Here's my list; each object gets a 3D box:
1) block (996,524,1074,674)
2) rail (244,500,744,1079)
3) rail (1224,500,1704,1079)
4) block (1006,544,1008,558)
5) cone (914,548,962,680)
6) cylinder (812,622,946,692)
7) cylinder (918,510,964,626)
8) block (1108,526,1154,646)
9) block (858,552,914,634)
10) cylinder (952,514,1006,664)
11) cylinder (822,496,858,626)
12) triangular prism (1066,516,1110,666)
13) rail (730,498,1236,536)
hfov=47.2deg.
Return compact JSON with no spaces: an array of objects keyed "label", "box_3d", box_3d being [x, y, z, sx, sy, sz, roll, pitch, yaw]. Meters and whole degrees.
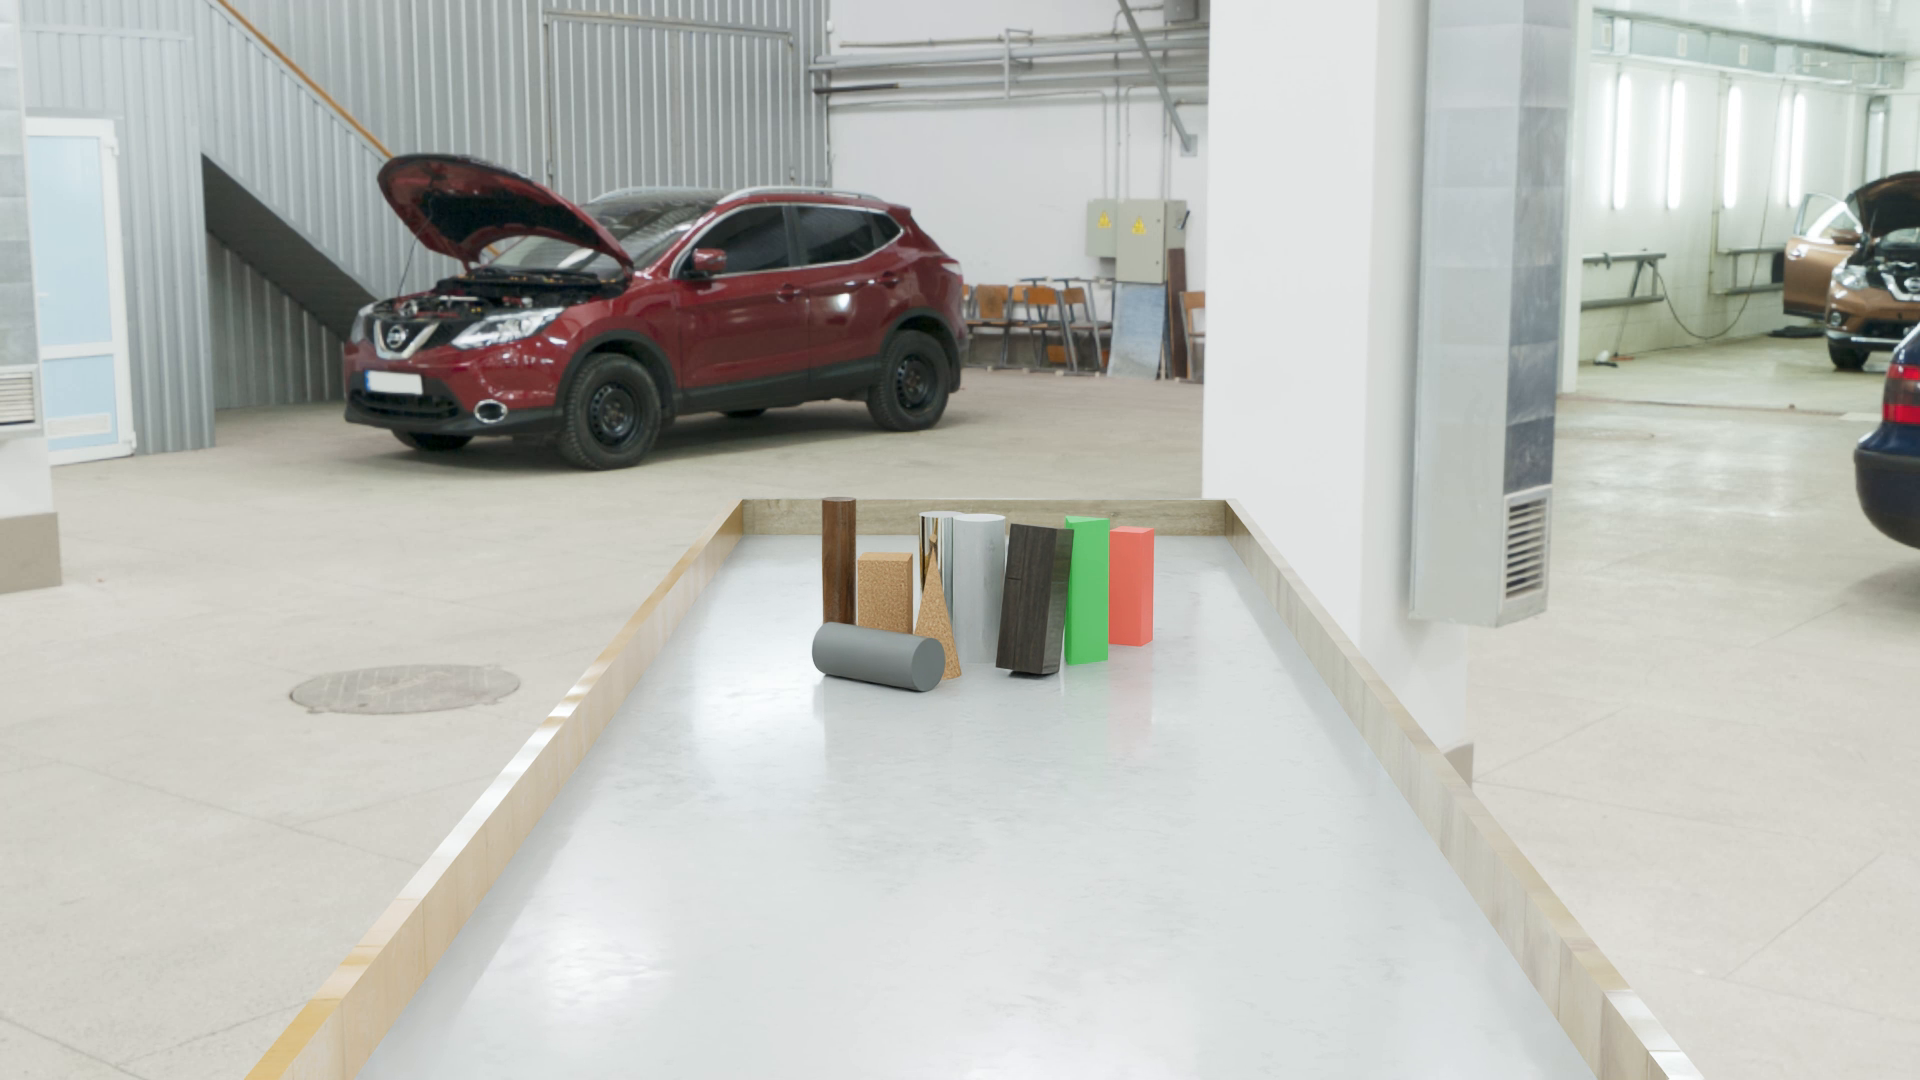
[{"label":"block","box_3d":[0.222,0.171,6.492,0.147,0.426,0.147,7,2,23]},{"label":"rail","box_3d":[-1.004,0.839,3.234,0.050,0.150,12.000,0,9,1]},{"label":"rail","box_3d":[1.046,0.843,3.208,0.050,0.150,12.000,0,9,1]},{"label":"block","box_3d":[0.226,0.177,6.917,0.163,0.305,0.163,0,9,1]},{"label":"cone","box_3d":[-0.078,0.208,6.475,0.167,0.383,0.167,0,9,0]},{"label":"cylinder","box_3d":[-0.239,0.337,6.389,0.381,0.155,0.155,7,11,38]},{"label":"cylinder","box_3d":[-0.057,0.122,6.931,0.145,0.410,0.145,0,9,0]},{"label":"block","box_3d":[0.540,0.145,6.942,0.110,0.360,0.110,4,10,24]},{"label":"block","box_3d":[-0.227,0.205,6.717,0.152,0.313,0.152,1,9,5]},{"label":"cylinder","box_3d":[0.058,0.146,6.699,0.161,0.434,0.161,0,9,0]},{"label":"cylinder","box_3d":[-0.382,0.095,6.953,0.109,0.455,0.109,0,9,0]},{"label":"triangular prism","box_3d":[0.357,0.149,6.681,0.144,0.435,0.125,-6,11,-32]},{"label":"rail","box_3d":[0.099,-0.098,9.147,2.100,0.150,0.050,0,9,1]}]
